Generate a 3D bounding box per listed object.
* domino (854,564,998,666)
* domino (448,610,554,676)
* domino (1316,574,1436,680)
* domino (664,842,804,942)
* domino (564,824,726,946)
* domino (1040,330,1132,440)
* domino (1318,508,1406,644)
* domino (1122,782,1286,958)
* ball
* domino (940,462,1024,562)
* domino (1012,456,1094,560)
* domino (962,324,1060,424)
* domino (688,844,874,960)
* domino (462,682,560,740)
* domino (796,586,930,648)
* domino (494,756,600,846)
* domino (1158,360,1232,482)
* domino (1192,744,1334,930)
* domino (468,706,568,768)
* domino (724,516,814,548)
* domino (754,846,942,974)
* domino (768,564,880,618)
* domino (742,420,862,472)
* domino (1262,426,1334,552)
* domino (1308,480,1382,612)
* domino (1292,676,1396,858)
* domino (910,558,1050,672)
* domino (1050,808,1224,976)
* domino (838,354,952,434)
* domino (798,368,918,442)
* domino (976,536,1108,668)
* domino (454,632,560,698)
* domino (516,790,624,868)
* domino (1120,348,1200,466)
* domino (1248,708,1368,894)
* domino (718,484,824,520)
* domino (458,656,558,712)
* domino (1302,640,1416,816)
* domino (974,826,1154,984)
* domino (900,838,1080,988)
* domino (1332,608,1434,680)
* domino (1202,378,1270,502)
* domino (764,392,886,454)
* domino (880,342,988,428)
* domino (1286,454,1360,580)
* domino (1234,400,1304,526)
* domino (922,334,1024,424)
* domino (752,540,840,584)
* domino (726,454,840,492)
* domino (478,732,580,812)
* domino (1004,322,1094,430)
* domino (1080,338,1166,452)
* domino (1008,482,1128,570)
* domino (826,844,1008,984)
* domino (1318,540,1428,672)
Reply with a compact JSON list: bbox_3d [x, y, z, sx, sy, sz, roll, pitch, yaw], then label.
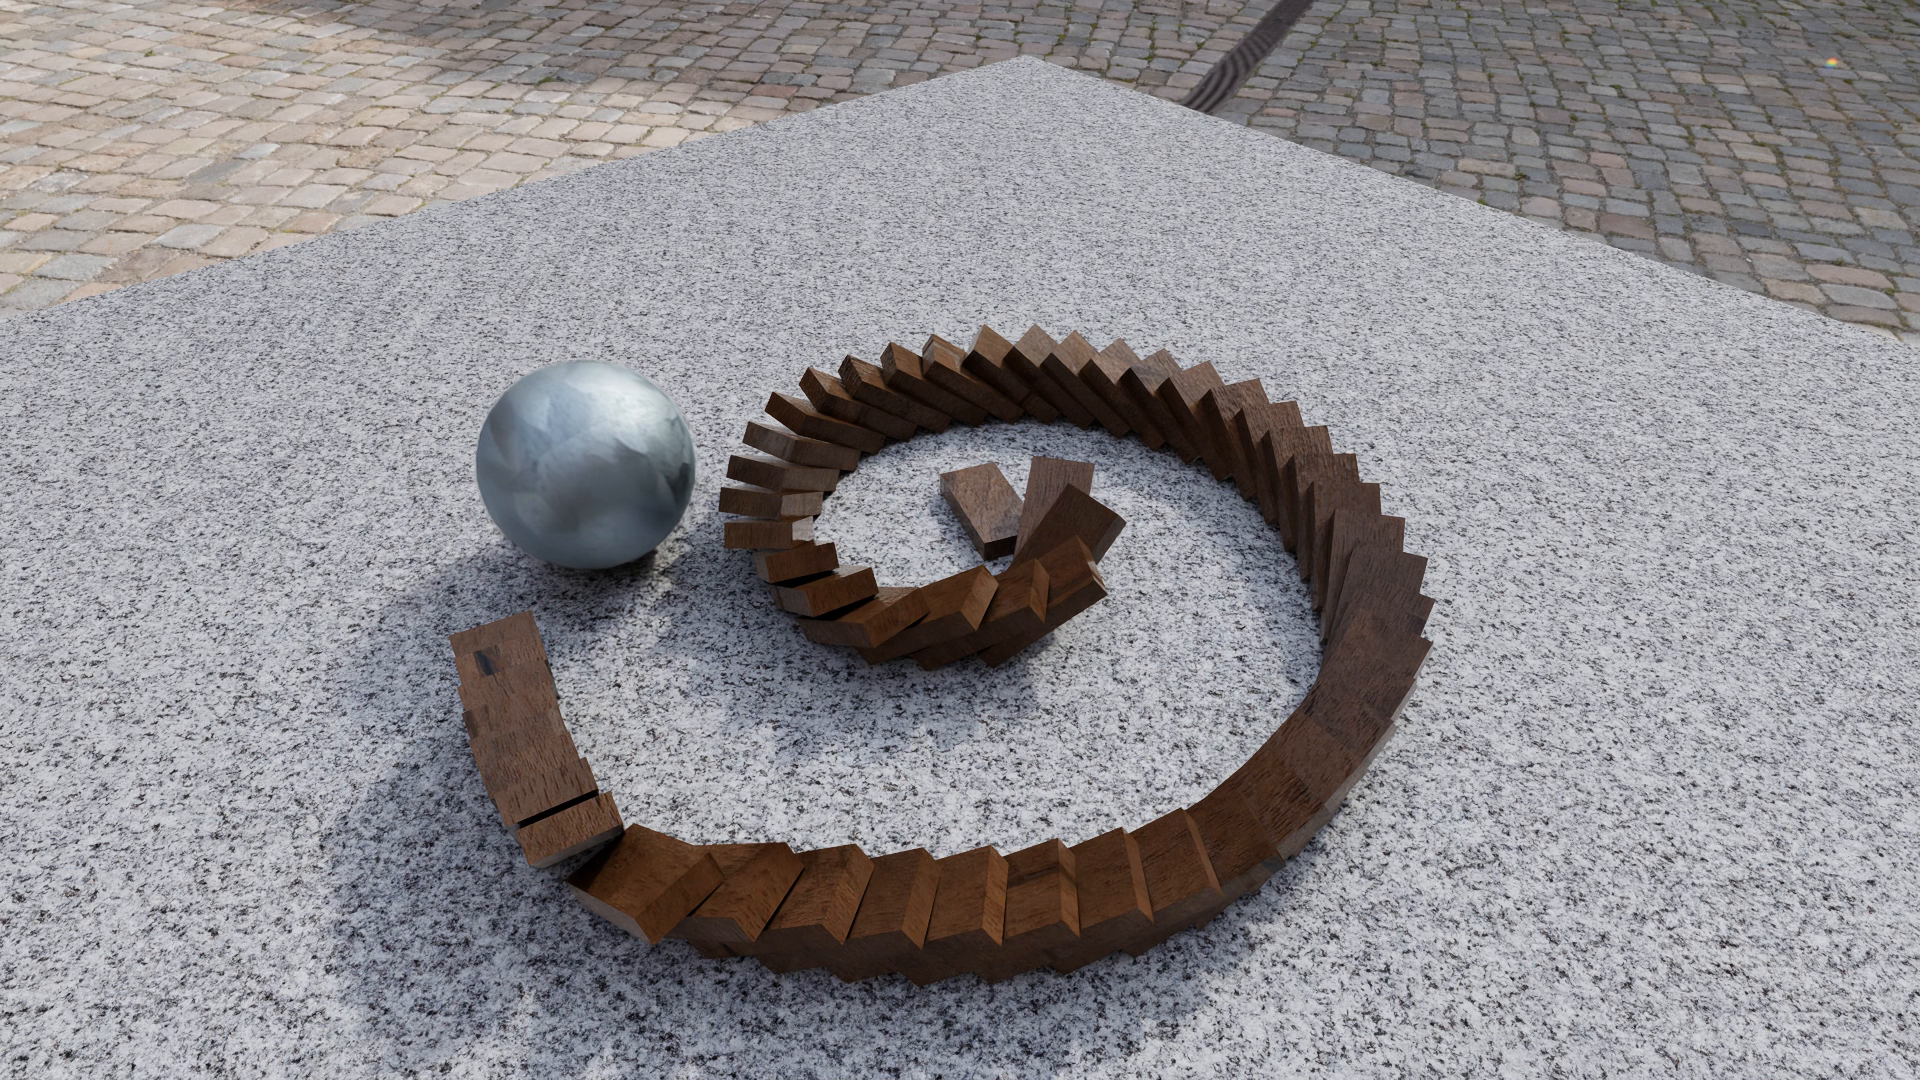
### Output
[{"bbox_3d":[-0.012,0.027,0.389,0.050,0.009,0.025,-21,26,36],"label":"domino"},{"bbox_3d":[-0.151,0.039,0.366,0.025,0.050,0.009,-19,75,-22],"label":"domino"},{"bbox_3d":[0.140,0.039,0.375,0.025,0.009,0.050,22,77,24],"label":"domino"},{"bbox_3d":[-0.069,0.097,0.305,0.050,0.010,0.025,-14,27,38],"label":"domino"},{"bbox_3d":[-0.089,0.095,0.307,0.025,0.010,0.050,-40,22,-34],"label":"domino"},{"bbox_3d":[0.063,-0.073,0.511,0.050,0.009,0.025,44,48,-1],"label":"domino"},{"bbox_3d":[0.148,0.015,0.405,0.025,0.009,0.050,8,73,10],"label":"domino"},{"bbox_3d":[0.063,0.093,0.310,0.050,0.010,0.025,-35,42,9],"label":"domino"},{"bbox_3d":[-0.142,-0.028,0.422,0.080,0.080,0.080,0,39,0],"label":"ball"},{"bbox_3d":[0.012,-0.013,0.459,0.025,0.009,0.050,-14,41,-16],"label":"domino"},{"bbox_3d":[0.037,-0.007,0.434,0.025,0.009,0.050,8,69,10],"label":"domino"},{"bbox_3d":[0.026,-0.078,0.518,0.050,0.010,0.025,34,39,-13],"label":"domino"},{"bbox_3d":[-0.049,0.100,0.302,0.050,0.010,0.025,-18,30,31],"label":"domino"},{"bbox_3d":[-0.137,0.059,0.342,0.025,0.050,0.009,-21,77,-23],"label":"domino"},{"bbox_3d":[-0.035,0.027,0.390,0.025,0.009,0.050,-32,15,-30],"label":"domino"},{"bbox_3d":[-0.119,0.077,0.320,0.025,0.050,0.009,-21,77,-23],"label":"domino"},{"bbox_3d":[0.112,-0.053,0.488,0.025,0.009,0.050,-25,79,-27],"label":"domino"},{"bbox_3d":[0.079,0.086,0.319,0.050,0.009,0.025,-41,46,3],"label":"domino"},{"bbox_3d":[-0.132,0.065,0.334,0.025,0.050,0.010,-21,77,-23],"label":"domino"},{"bbox_3d":[-0.073,-0.003,0.426,0.025,0.010,0.050,0,4,1],"label":"domino"},{"bbox_3d":[-0.031,0.101,0.300,0.050,0.010,0.025,-20,31,28],"label":"domino"},{"bbox_3d":[-0.051,0.018,0.401,0.025,0.010,0.050,-20,9,-23],"label":"domino"},{"bbox_3d":[-0.067,-0.040,0.471,0.025,0.010,0.050,23,9,25],"label":"domino"},{"bbox_3d":[0.141,-0.021,0.449,0.025,0.010,0.050,-5,72,-7],"label":"domino"},{"bbox_3d":[0.147,0.003,0.420,0.025,0.010,0.050,3,72,3],"label":"domino"},{"bbox_3d":[0.108,0.069,0.339,0.025,0.009,0.050,37,84,36],"label":"domino"},{"bbox_3d":[0.007,0.027,0.390,0.050,0.010,0.025,-25,31,27],"label":"domino"},{"bbox_3d":[0.045,0.097,0.305,0.050,0.010,0.025,-31,39,14],"label":"domino"},{"bbox_3d":[-0.030,-0.067,0.504,0.050,0.010,0.025,18,27,-35],"label":"domino"},{"bbox_3d":[-0.046,-0.061,0.497,0.050,0.010,0.025,15,25,-39],"label":"domino"},{"bbox_3d":[0.027,0.022,0.394,0.050,0.010,0.025,-35,38,15],"label":"domino"},{"bbox_3d":[-0.146,0.045,0.358,0.025,0.050,0.009,-19,75,-22],"label":"domino"},{"bbox_3d":[-0.110,0.083,0.313,0.025,0.050,0.010,-21,80,-22],"label":"domino"},{"bbox_3d":[0.098,-0.061,0.497,0.025,0.009,0.050,-32,82,-33],"label":"domino"},{"bbox_3d":[0.094,0.078,0.329,0.050,0.010,0.025,-46,51,-2],"label":"domino"},{"bbox_3d":[-0.075,-0.016,0.441,0.025,0.010,0.050,8,6,10],"label":"domino"},{"bbox_3d":[-0.142,0.052,0.350,0.025,0.050,0.009,-21,77,-23],"label":"domino"},{"bbox_3d":[0.120,0.060,0.350,0.025,0.009,0.050,32,81,33],"label":"domino"},{"bbox_3d":[0.026,0.100,0.301,0.050,0.010,0.025,-27,36,18],"label":"domino"},{"bbox_3d":[0.008,0.102,0.300,0.050,0.010,0.025,-25,34,21],"label":"domino"},{"bbox_3d":[0.131,0.050,0.362,0.025,0.009,0.050,29,80,30],"label":"domino"},{"bbox_3d":[0.126,-0.044,0.476,0.025,0.009,0.050,-14,74,-17],"label":"domino"},{"bbox_3d":[-0.059,-0.051,0.485,0.025,0.010,0.050,35,16,35],"label":"domino"},{"bbox_3d":[-0.012,-0.072,0.511,0.050,0.010,0.025,22,31,-27],"label":"domino"},{"bbox_3d":[0.146,-0.009,0.435,0.025,0.009,0.050,0,72,-1],"label":"domino"},{"bbox_3d":[0.135,-0.033,0.463,0.025,0.010,0.050,-8,73,-11],"label":"domino"},{"bbox_3d":[0.006,-0.075,0.515,0.050,0.009,0.025,26,33,-23],"label":"domino"},{"bbox_3d":[-0.062,0.008,0.412,0.025,0.009,0.050,-13,4,-15],"label":"domino"},{"bbox_3d":[-0.072,-0.028,0.456,0.025,0.009,0.050,15,8,17],"label":"domino"},{"bbox_3d":[-0.126,0.071,0.327,0.025,0.050,0.009,-21,77,-23],"label":"domino"},{"bbox_3d":[0.046,-0.077,0.517,0.050,0.010,0.025,41,45,-4],"label":"domino"},{"bbox_3d":[0.081,-0.067,0.505,0.050,0.010,0.025,49,53,3],"label":"domino"},{"bbox_3d":[0.037,0.006,0.411,0.025,0.010,0.050,36,91,33],"label":"domino"},{"bbox_3d":[-0.012,0.102,0.299,0.050,0.010,0.025,-23,33,24],"label":"domino"},{"bbox_3d":[0.146,0.027,0.390,0.025,0.010,0.050,16,75,18],"label":"domino"}]
